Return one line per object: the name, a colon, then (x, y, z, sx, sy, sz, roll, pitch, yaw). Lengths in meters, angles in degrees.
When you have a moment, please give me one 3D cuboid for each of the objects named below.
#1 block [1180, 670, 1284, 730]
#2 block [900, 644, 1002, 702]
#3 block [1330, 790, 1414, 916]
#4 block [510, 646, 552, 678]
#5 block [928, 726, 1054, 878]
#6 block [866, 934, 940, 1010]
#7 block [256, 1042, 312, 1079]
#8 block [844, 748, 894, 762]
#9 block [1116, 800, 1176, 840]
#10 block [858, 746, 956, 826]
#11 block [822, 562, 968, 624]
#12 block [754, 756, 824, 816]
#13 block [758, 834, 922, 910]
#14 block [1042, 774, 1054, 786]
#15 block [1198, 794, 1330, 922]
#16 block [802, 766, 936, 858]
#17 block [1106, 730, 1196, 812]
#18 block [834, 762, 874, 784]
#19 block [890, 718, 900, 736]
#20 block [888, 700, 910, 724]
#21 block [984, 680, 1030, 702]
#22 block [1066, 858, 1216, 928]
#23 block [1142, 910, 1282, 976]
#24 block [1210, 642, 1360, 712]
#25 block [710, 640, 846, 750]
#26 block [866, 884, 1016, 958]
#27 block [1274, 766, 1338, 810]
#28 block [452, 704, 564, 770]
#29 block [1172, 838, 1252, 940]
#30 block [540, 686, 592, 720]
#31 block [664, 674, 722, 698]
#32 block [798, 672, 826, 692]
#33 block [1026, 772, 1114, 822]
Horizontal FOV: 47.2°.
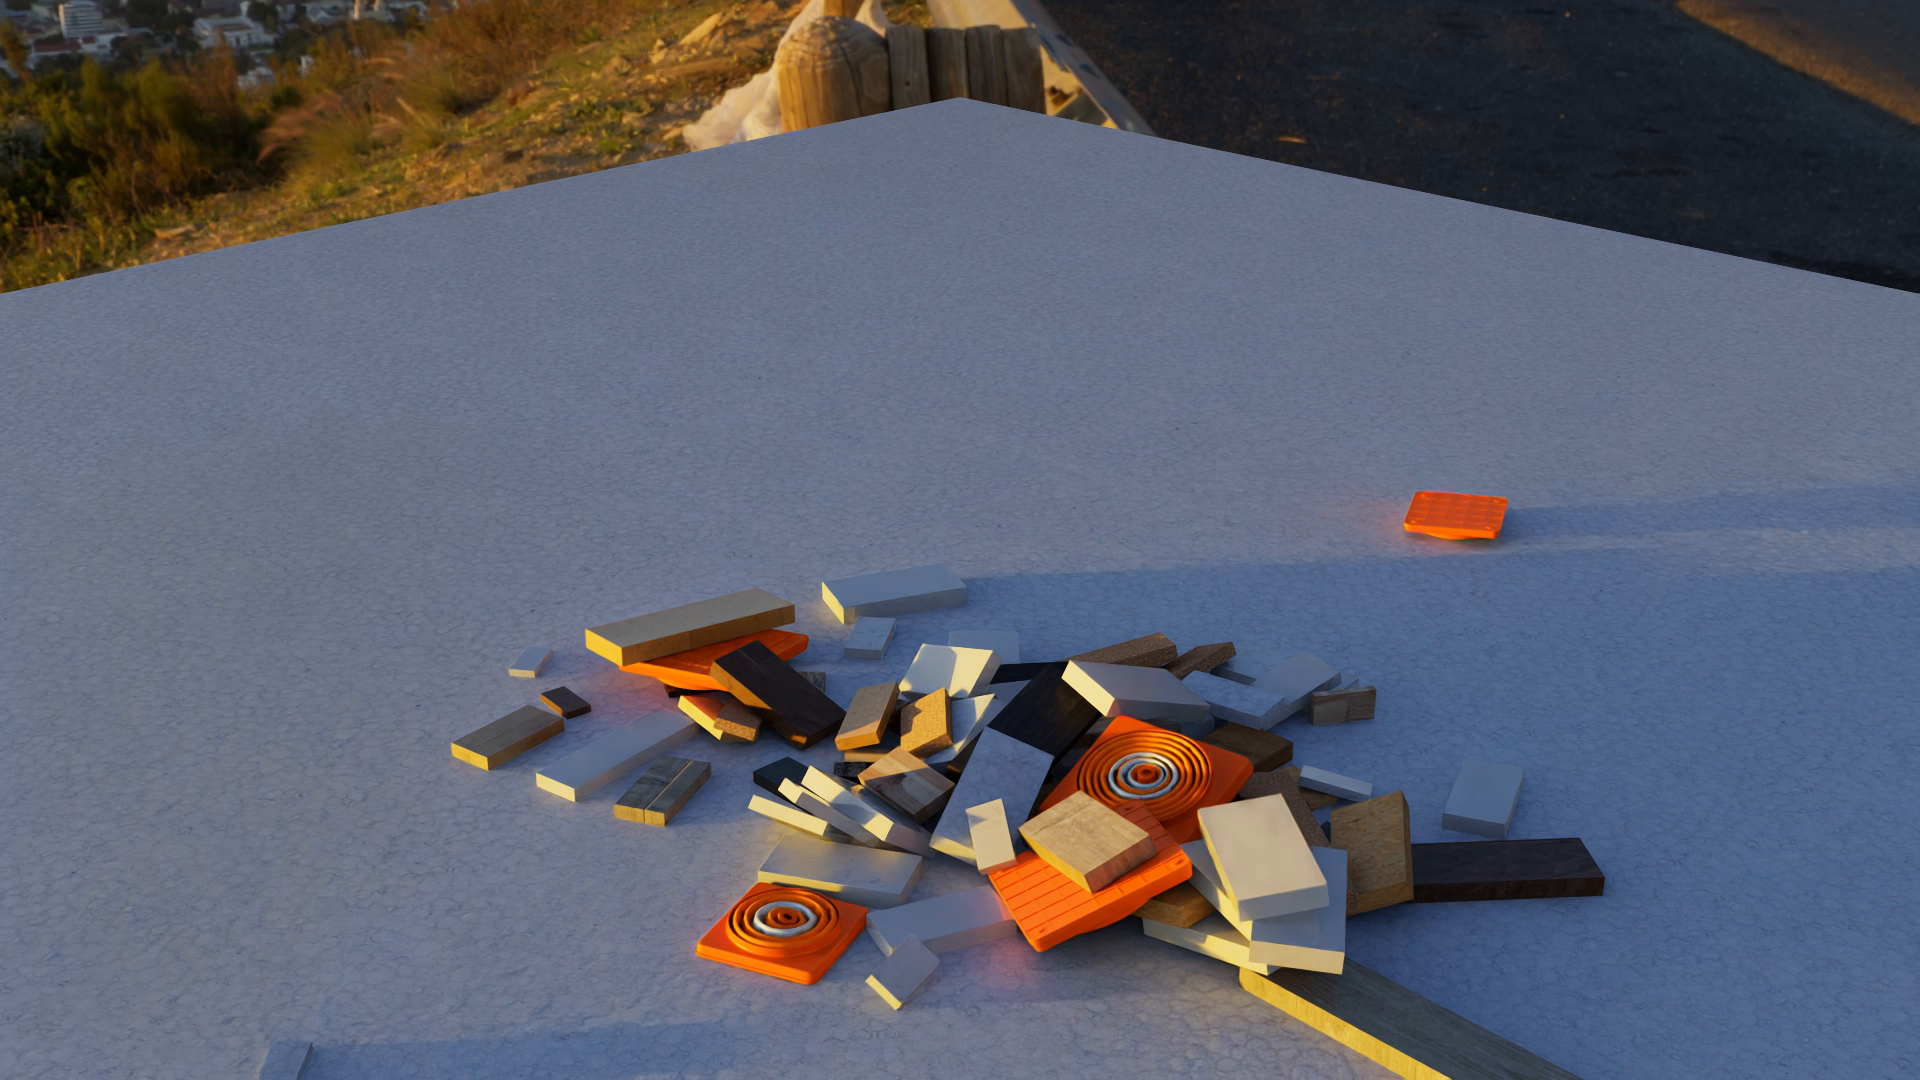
block: (0.581, 0.347, 4.789, 0.223, 0.032, 0.112, 16, 29, 32)
block: (-0.024, 0.297, 4.842, 0.247, 0.035, 0.123, 2, 56, 51)
block: (0.783, 0.597, 4.192, 0.146, 0.041, 0.292, -19, 24, 19)
block: (-0.990, 0.282, 5.075, 0.059, 0.017, 0.119, 4, 23, 9)
block: (0.065, 0.512, 4.330, 0.152, 0.043, 0.304, 23, 44, 5)
block: (-0.099, 0.763, 3.889, 0.073, 0.021, 0.146, 42, 35, 7)
block: (-1.127, 0.882, 3.659, 0.066, 0.019, 0.131, 0, 23, -1)
block: (-0.175, 0.454, 4.639, 0.128, 0.018, 0.064, 1, 6, 8)
block: (0.321, 0.584, 4.346, 0.104, 0.029, 0.208, 22, 32, 39)
block: (-0.105, 0.496, 4.451, 0.108, 0.030, 0.215, -34, 33, -21)
block: (-0.160, 0.130, 5.397, 0.319, 0.045, 0.160, -9, 25, -20)
block: (-0.331, 0.506, 4.534, 0.094, 0.027, 0.187, -20, 30, -39)
block: (-0.228, 0.636, 4.209, 0.283, 0.040, 0.142, 7, 24, 15)
block: (0.126, 0.489, 4.565, 0.122, 0.017, 0.061, 10, 7, 22)
block: (0.533, 0.559, 3.893, 0.157, 0.044, 0.314, -10, 24, -3)
block: (-0.177, 0.537, 4.349, 0.142, 0.040, 0.283, 28, 0, -43)
block: (0.390, 0.472, 4.515, 0.208, 0.104, 0.029, 19, 30, 38)
block: (-0.199, 0.487, 4.591, 0.128, 0.018, 0.064, -1, 23, -2)
block: (-0.049, 0.416, 4.745, 0.098, 0.028, 0.195, -21, 31, -40)
block: (-0.173, 0.369, 4.814, 0.066, 0.019, 0.131, -34, 25, -35)
block: (0.167, 0.362, 4.780, 0.229, 0.032, 0.114, -6, 63, -11)
block: (0.355, 0.647, 4.095, 0.149, 0.042, 0.298, -20, 17, -39)
block: (0.490, 0.702, 3.979, 0.149, 0.042, 0.298, -20, 19, -38)
block: (0.733, 0.314, 4.967, 0.299, 0.042, 0.149, 17, 28, 34)
block: (-0.394, 0.336, 4.786, 0.283, 0.040, 0.142, 37, 36, 22)
block: (-0.034, 0.707, 4.049, 0.248, 0.035, 0.124, -10, 25, -22)
block: (0.703, 0.511, 4.530, 0.072, 0.020, 0.143, -13, 26, -28)
block: (-0.970, 0.423, 4.724, 0.110, 0.031, 0.221, 16, 28, 33)
block: (0.526, 0.628, 3.955, 0.149, 0.042, 0.298, -11, 28, -25)
block: (-0.876, 0.361, 4.888, 0.059, 0.017, 0.119, -17, 29, -35)
block: (-0.604, 0.329, 4.964, 0.119, 0.017, 0.059, -7, 24, -17)
block: (-0.349, 0.345, 4.915, 0.089, 0.025, 0.177, 0, 23, 1)
block: (0.197, 0.533, 4.467, 0.208, 0.029, 0.104, -16, 28, -33)
